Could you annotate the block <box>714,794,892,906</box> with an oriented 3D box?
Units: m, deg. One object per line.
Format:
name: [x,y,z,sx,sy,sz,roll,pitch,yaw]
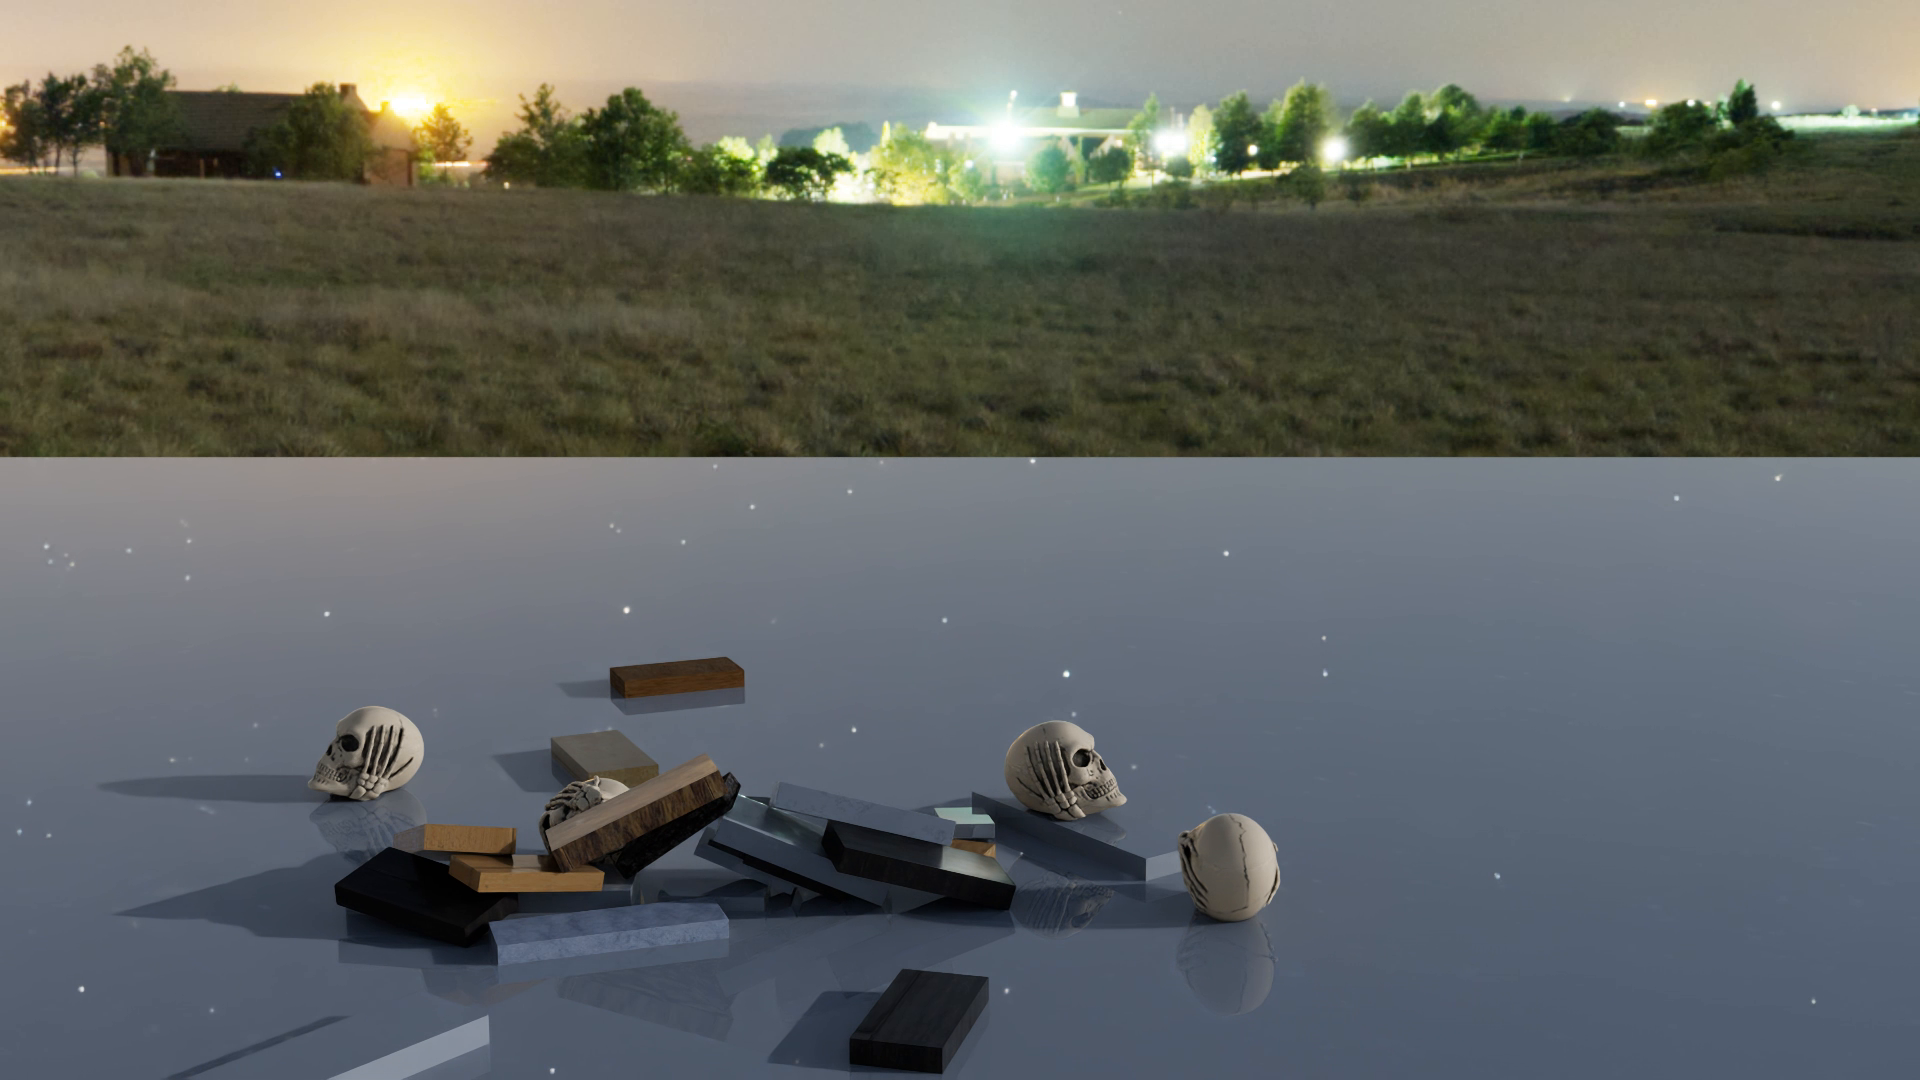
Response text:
block: [-0.259,0.513,3.663,0.297,0.042,0.148,22,9,-6]

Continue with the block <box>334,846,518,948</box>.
block: [-0.855,0.570,3.523,0.262,0.037,0.131,12,27,25]

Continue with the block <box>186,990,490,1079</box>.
block: [-0.845,0.704,2.942,0.147,0.042,0.427,8,13,37]

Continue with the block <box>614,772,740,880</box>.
block: [-0.468,0.474,3.656,0.220,0.031,0.110,-34,10,10]

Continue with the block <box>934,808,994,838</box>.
block: [0.007,0.509,3.961,0.090,0.026,0.180,0,2,-6]

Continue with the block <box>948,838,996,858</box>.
block: [-0.038,0.546,3.837,0.180,0.026,0.090,4,11,20]

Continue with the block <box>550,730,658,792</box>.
block: [-0.709,0.438,4.377,0.140,0.040,0.279,-5,12,-25]

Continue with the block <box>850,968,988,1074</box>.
block: [-0.054,0.676,3.104,0.131,0.037,0.262,3,11,14]

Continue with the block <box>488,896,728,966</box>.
block: [-0.552,0.613,3.459,0.359,0.031,0.110,-4,11,-19]

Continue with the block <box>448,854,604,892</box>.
block: [-0.698,0.537,3.546,0.220,0.031,0.110,7,4,-38]

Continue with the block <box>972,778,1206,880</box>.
block: [0.224,0.516,3.958,0.140,0.040,0.485,-8,13,-36]

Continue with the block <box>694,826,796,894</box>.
block: [-0.353,0.535,3.673,0.175,0.025,0.087,23,9,-2]

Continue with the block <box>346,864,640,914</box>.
block: [-0.768,0.577,3.637,0.461,0.037,0.131,0,11,-2]

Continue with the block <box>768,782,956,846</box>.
block: [-0.165,0.457,3.670,0.297,0.042,0.148,14,-9,-7]

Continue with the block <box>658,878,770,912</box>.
block: [-0.405,0.585,3.629,0.175,0.025,0.087,1,11,2]

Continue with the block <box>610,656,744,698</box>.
block: [-0.649,0.315,5.044,0.279,0.040,0.139,-4,11,-22]

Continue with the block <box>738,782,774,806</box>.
block: [-0.432,0.483,4.174,0.180,0.026,0.090,2,11,10]

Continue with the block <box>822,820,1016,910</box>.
block: [-0.069,0.534,3.619,0.297,0.042,0.149,15,6,-16]

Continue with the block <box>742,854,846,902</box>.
block: [-0.273,0.545,3.657,0.175,0.025,0.087,22,9,-5]

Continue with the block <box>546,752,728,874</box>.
block: [-0.531,0.446,3.607,0.293,0.042,0.147,-26,12,-11]

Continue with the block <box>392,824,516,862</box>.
block: [-0.847,0.507,3.670,0.147,0.042,0.293,6,-13,-23]
